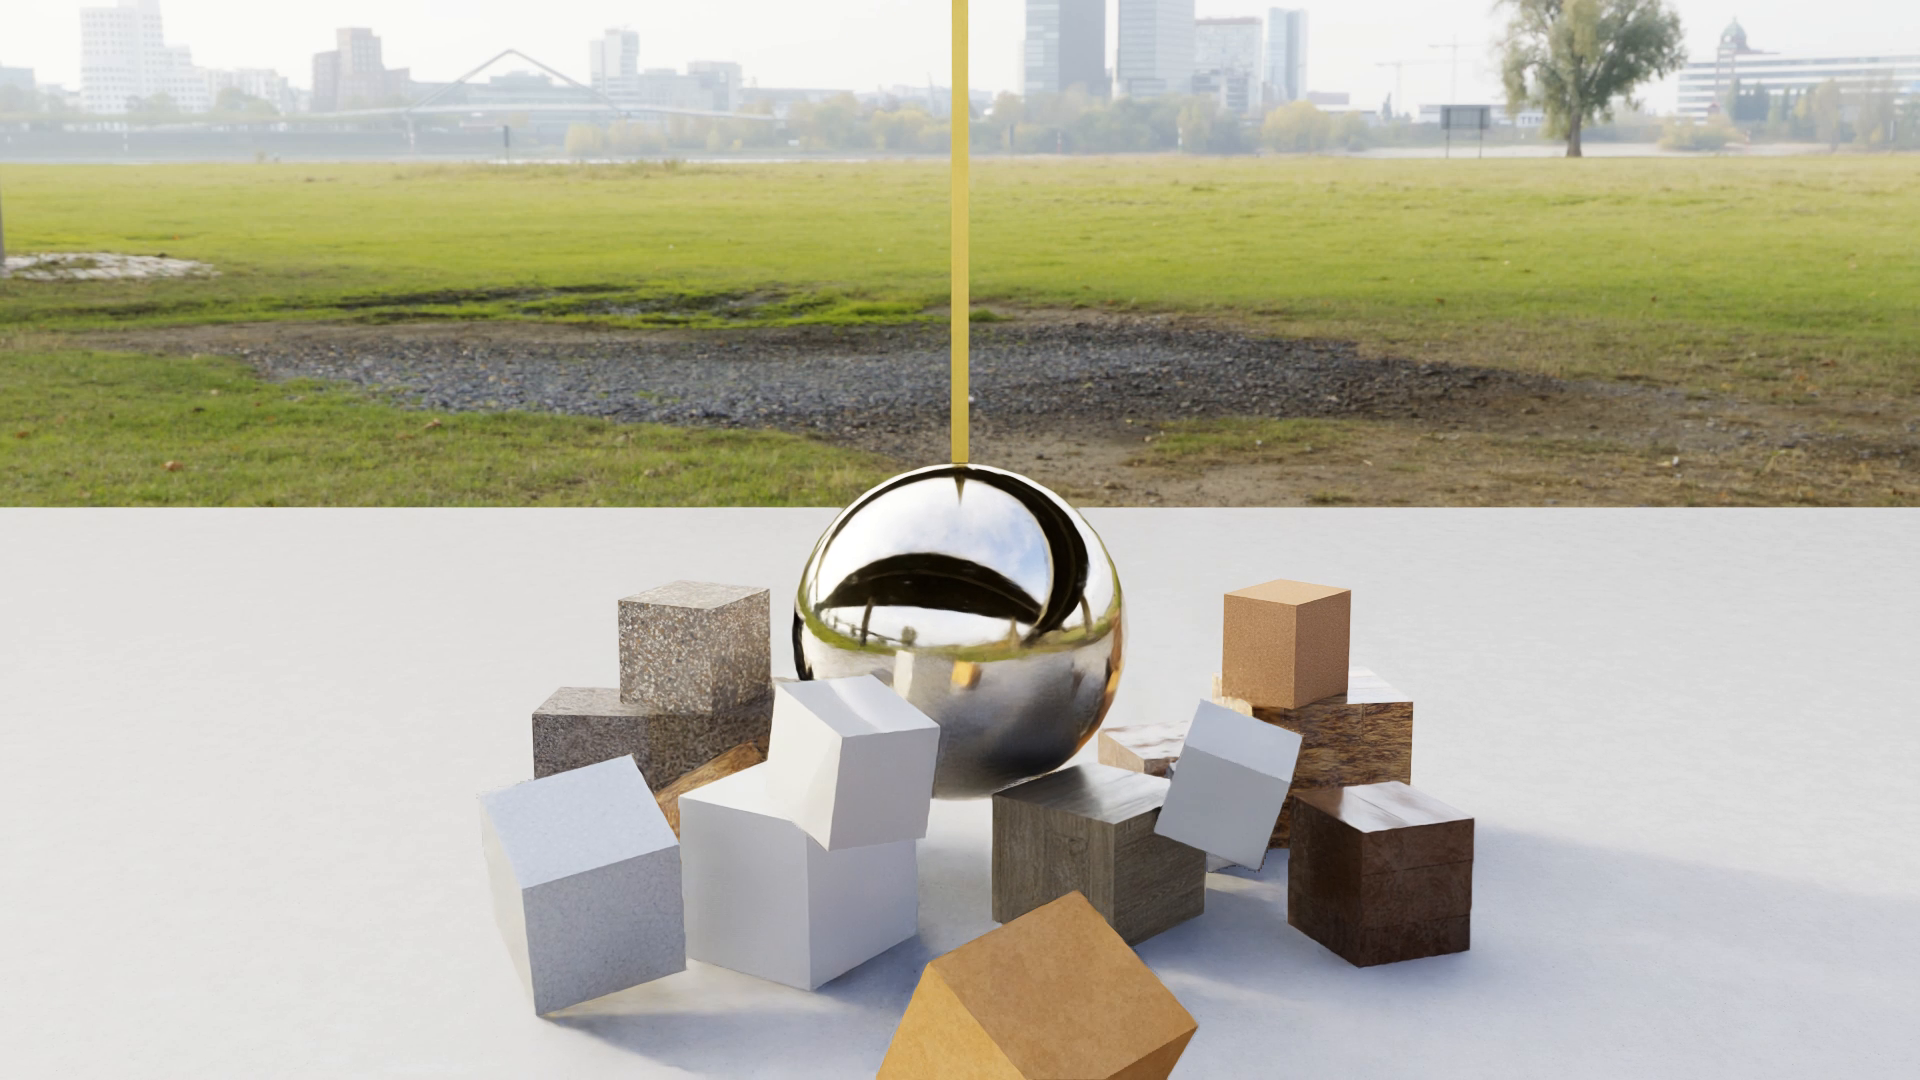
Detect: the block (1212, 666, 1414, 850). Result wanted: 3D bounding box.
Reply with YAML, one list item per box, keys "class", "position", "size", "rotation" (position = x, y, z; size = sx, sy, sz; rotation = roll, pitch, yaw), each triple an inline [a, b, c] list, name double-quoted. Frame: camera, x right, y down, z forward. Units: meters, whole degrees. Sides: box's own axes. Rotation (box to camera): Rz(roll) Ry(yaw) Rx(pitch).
- class: "block"
  position: [1.803, 1.114, 11.380]
  size: [0.834, 0.736, 0.753]
  rotation: [-2, 10, -8]

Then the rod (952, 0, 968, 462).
- class: "rod"
  position: [0.000, -2.962, 10.283]
  size: [0.080, 5.200, 0.080]
  rotation: [0, 2, 0]

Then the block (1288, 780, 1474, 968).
- class: "block"
  position: [1.861, 1.472, 9.772]
  size: [0.563, 0.607, 0.604]
  rotation: [-4, 11, -22]

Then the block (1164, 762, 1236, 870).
- class: "block"
  position: [1.198, 1.297, 10.505]
  size: [0.354, 0.415, 0.398]
  rotation: [-12, -31, -17]

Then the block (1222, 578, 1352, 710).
- class: "block"
  position: [1.653, 0.518, 11.131]
  size: [0.426, 0.525, 0.514]
  rotation: [9, 14, 40]

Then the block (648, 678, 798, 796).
- class: "block"
  position: [-1.130, 1.142, 11.348]
  size: [0.761, 0.693, 0.823]
  rotation: [1, 10, 6]

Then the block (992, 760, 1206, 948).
- class: "block"
  position: [0.634, 1.432, 10.017]
  size: [0.684, 0.599, 0.706]
  rotation: [9, 13, 40]

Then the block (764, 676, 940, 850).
- class: "block"
  position: [-0.452, 0.913, 9.108]
  size: [0.459, 0.497, 0.575]
  rotation: [-3, 20, -32]

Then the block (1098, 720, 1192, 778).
- class: "block"
  position: [1.075, 1.259, 11.240]
  size: [0.558, 0.501, 0.607]
  rotation: [-3, 11, -18]

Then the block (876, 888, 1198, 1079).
- class: "block"
  position: [0.251, 1.721, 7.394]
  size: [0.689, 0.647, 0.631]
  rotation: [-19, 53, -39]

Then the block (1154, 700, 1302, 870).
- class: "block"
  position: [1.176, 1.063, 9.615]
  size: [0.475, 0.446, 0.495]
  rotation: [20, 23, 8]

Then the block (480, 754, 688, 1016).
- class: "block"
  position: [-1.552, 1.417, 9.076]
  size: [0.647, 0.698, 0.611]
  rotation: [-14, 37, -22]

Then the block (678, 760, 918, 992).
- class: "block"
  position: [-0.697, 1.426, 9.627]
  size: [0.696, 0.733, 0.777]
  rotation: [7, 14, 34]

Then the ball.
- class: "ball"
  position: [0.000, 0.434, 10.431]
  size: [1.600, 1.600, 1.600]
  rotation: [0, 10, 0]

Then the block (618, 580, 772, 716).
- class: "block"
  position: [-1.348, 0.540, 11.220]
  size: [0.546, 0.538, 0.575]
  rotation: [5, 11, 25]

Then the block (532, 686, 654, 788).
- class: "block"
  position: [-1.835, 1.152, 11.411]
  size: [0.610, 0.651, 0.565]
  rotation: [1, 10, 4]

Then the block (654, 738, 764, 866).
- class: "block"
  position: [-1.130, 1.249, 10.204]
  size: [0.443, 0.401, 0.445]
  rotation: [-30, 0, 21]
